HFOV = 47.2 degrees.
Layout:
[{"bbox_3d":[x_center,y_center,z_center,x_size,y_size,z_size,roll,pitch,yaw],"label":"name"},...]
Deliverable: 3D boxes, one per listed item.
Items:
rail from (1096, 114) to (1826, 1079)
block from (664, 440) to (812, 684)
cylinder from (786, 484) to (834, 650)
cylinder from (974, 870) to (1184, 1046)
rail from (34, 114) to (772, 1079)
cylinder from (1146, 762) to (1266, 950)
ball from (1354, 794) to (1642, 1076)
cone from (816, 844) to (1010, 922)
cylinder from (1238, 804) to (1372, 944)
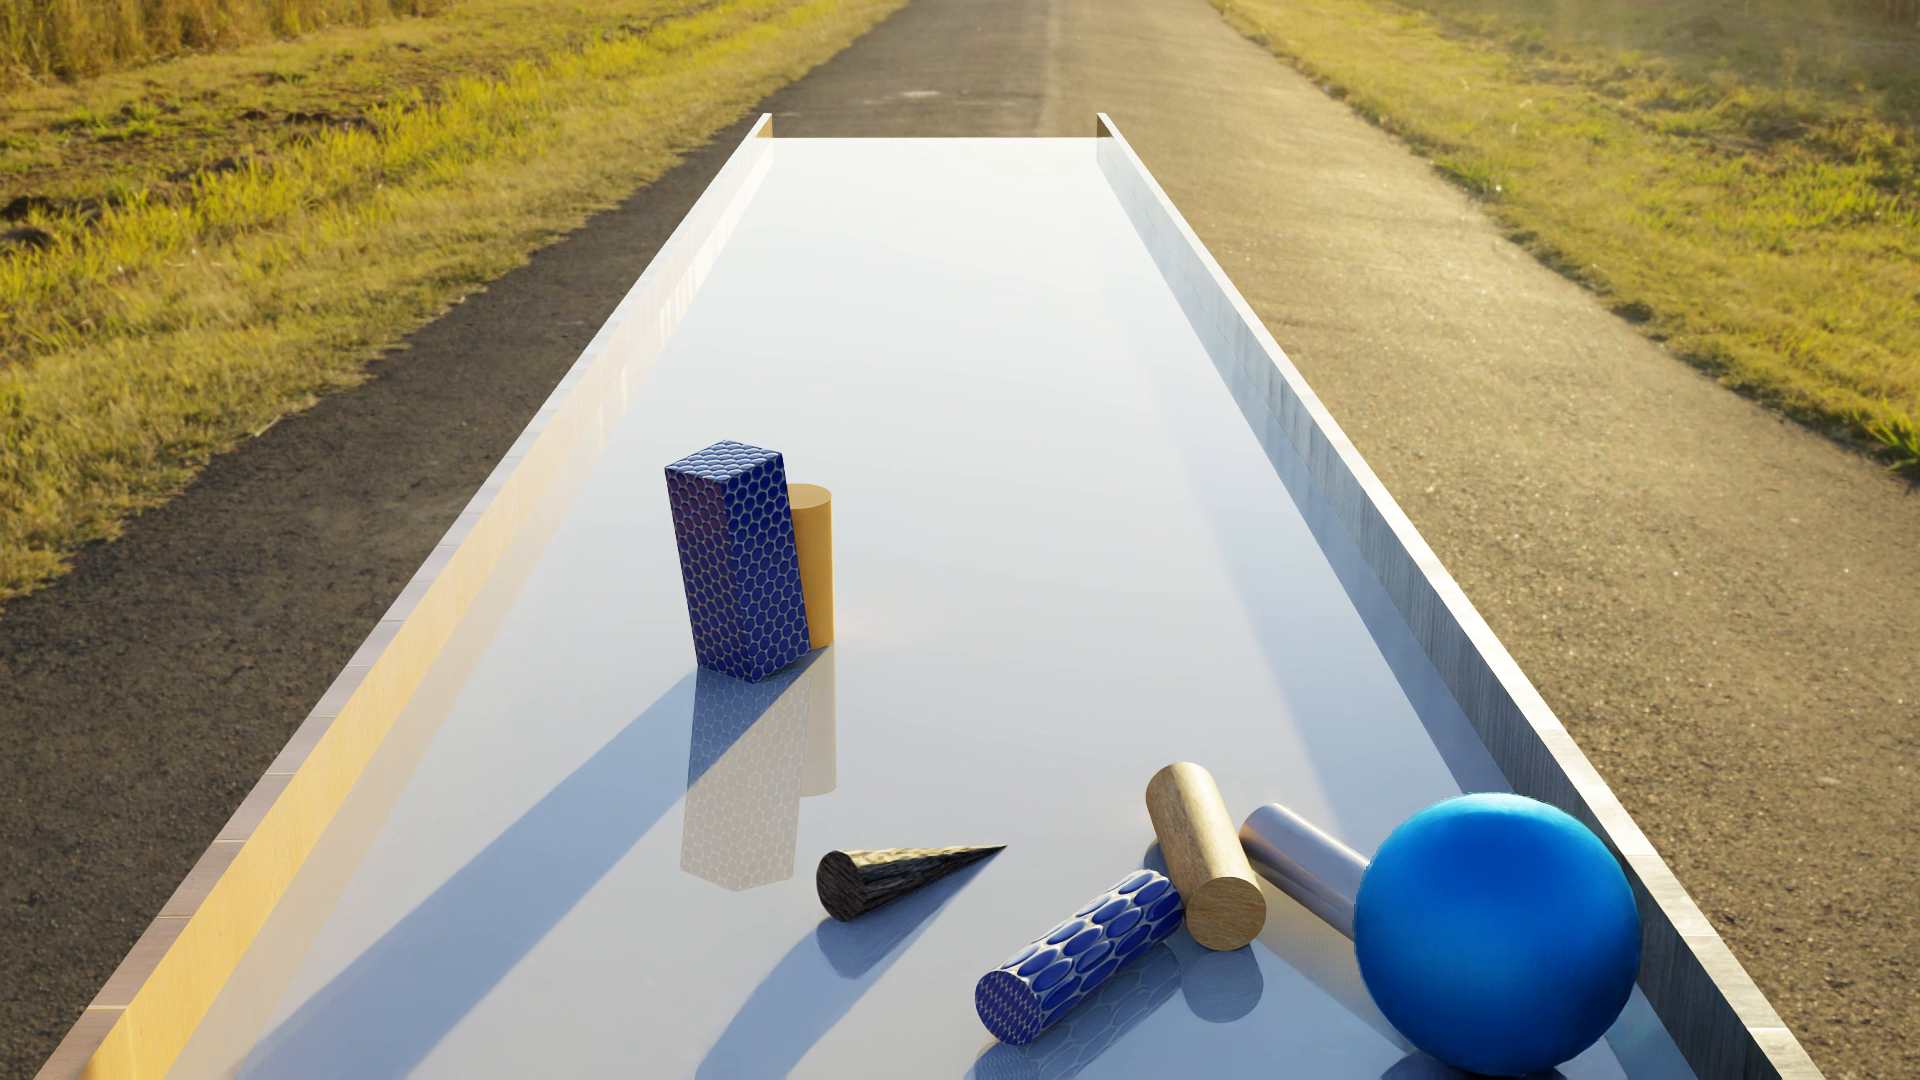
[{"bbox_3d":[0.932,-0.844,7.801,0.050,0.150,12.000,0,17,-1],"label":"rail"},{"bbox_3d":[-0.432,0.041,4.305,0.162,0.426,0.162,14,31,40],"label":"block"},{"bbox_3d":[-0.331,0.055,4.477,0.147,0.310,0.147,0,22,0],"label":"cylinder"},{"bbox_3d":[0.173,0.580,3.089,0.107,0.107,0.384,11,20,33],"label":"cylinder"},{"bbox_3d":[-1.118,-0.838,7.780,0.050,0.150,12.000,0,17,-1],"label":"rail"},{"bbox_3d":[0.375,0.481,3.401,0.119,0.119,0.433,-1,17,-3],"label":"cylinder"},{"bbox_3d":[0.699,0.513,2.866,0.363,0.363,0.363,0,17,0],"label":"ball"},{"bbox_3d":[-0.050,0.507,3.431,0.106,0.106,0.373,16,15,42],"label":"cone"},{"bbox_3d":[0.577,0.523,3.270,0.113,0.113,0.434,-8,18,-24],"label":"cylinder"}]
